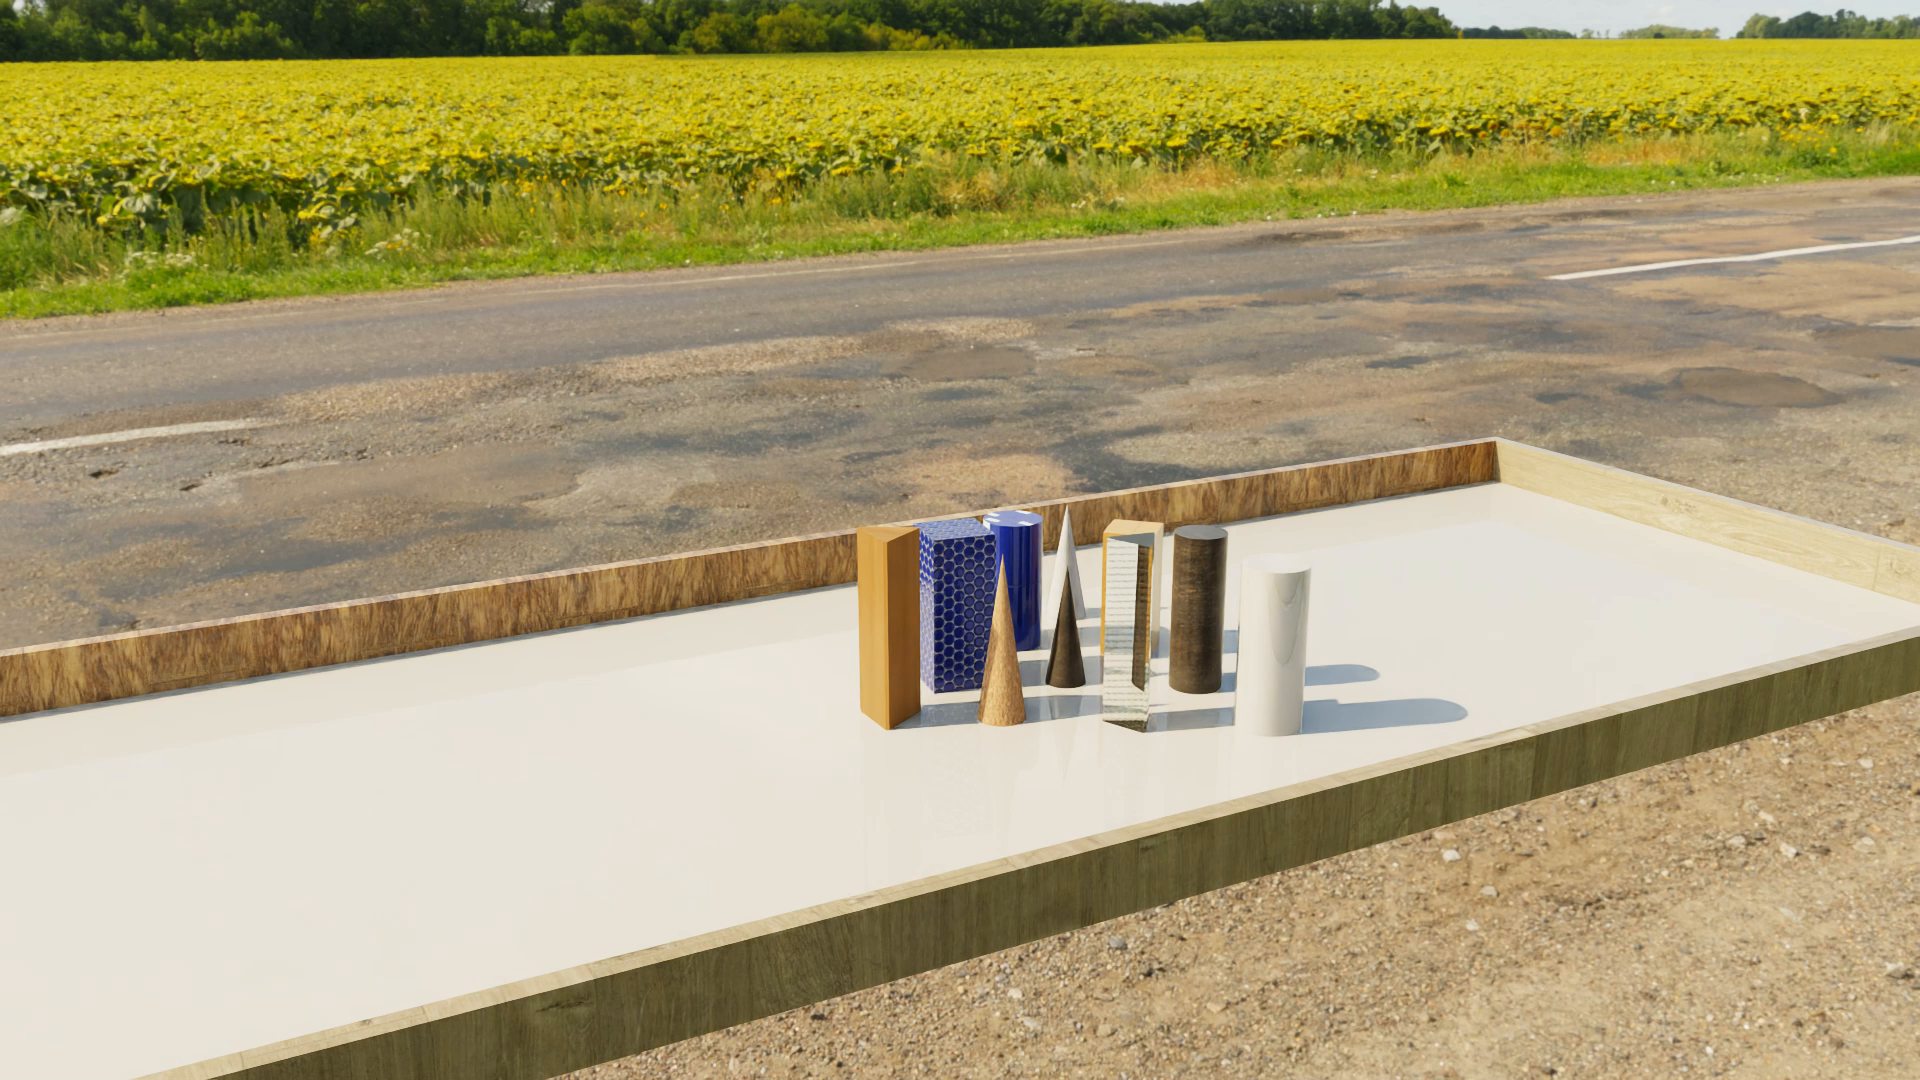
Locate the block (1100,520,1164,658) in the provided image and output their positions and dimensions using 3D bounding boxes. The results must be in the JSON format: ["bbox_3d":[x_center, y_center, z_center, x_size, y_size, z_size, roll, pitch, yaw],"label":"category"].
[{"bbox_3d":[0.451,0.128,4.329,0.132,0.333,0.132,5,17,16],"label":"block"}]

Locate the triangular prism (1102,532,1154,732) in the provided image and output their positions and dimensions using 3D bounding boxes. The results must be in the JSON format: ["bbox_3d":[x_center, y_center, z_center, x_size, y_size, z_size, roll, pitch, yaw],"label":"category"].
[{"bbox_3d":[0.416,0.210,3.840,0.120,0.451,0.104,13,21,37],"label":"triangular prism"}]

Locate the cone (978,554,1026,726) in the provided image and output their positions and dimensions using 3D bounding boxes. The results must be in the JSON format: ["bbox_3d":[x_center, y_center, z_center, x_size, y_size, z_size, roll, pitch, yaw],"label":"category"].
[{"bbox_3d":[0.099,0.225,3.864,0.116,0.409,0.116,0,16,0],"label":"cone"}]

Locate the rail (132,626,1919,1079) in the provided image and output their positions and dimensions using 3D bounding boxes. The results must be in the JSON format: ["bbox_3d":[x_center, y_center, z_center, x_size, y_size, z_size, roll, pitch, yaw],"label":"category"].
[{"bbox_3d":[-2.336,1.006,1.665,12.000,0.150,0.050,-9,18,-27],"label":"rail"}]

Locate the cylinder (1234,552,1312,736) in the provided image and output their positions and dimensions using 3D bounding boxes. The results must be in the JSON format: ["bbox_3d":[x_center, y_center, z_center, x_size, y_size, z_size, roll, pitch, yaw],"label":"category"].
[{"bbox_3d":[0.724,0.242,3.829,0.160,0.396,0.160,0,16,0],"label":"cylinder"}]

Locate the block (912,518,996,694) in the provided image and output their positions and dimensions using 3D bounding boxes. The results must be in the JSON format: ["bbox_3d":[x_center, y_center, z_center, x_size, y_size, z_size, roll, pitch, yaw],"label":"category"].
[{"bbox_3d":[-0.015,0.161,4.107,0.161,0.394,0.161,-6,17,-19],"label":"block"}]

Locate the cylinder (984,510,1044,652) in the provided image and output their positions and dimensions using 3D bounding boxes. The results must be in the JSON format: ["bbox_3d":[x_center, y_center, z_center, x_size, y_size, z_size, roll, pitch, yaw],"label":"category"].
[{"bbox_3d":[0.140,0.108,4.376,0.157,0.344,0.157,0,16,0],"label":"cylinder"}]

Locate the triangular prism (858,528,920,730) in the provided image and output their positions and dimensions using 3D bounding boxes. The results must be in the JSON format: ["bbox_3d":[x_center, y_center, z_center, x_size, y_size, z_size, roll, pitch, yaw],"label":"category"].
[{"bbox_3d":[-0.185,0.198,3.869,0.123,0.458,0.142,10,19,30],"label":"triangular prism"}]

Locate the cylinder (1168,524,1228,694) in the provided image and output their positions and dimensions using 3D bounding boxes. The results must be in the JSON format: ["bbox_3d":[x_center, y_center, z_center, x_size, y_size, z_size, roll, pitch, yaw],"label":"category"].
[{"bbox_3d":[0.587,0.171,4.067,0.131,0.397,0.131,0,16,0],"label":"cylinder"}]

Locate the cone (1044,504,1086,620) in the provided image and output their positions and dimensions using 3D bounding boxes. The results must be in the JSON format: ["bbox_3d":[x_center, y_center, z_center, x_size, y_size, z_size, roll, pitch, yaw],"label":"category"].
[{"bbox_3d":[0.296,0.054,4.594,0.116,0.325,0.116,0,16,0],"label":"cone"}]

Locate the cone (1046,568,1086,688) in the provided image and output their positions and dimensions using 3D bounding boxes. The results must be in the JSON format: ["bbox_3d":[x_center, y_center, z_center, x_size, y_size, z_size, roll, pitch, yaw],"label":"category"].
[{"bbox_3d":[0.265,0.208,4.105,0.102,0.306,0.102,0,16,0],"label":"cone"}]

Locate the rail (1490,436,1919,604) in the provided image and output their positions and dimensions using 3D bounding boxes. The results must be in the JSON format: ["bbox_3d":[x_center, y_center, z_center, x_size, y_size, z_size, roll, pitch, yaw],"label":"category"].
[{"bbox_3d":[2.466,-0.048,5.253,0.050,0.150,2.100,-9,18,-27],"label":"rail"}]

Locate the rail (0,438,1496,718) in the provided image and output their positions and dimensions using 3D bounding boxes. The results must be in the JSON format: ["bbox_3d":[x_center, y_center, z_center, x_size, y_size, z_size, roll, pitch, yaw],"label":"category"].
[{"bbox_3d":[-3.305,0.497,3.399,12.000,0.150,0.050,-9,18,-27],"label":"rail"}]
